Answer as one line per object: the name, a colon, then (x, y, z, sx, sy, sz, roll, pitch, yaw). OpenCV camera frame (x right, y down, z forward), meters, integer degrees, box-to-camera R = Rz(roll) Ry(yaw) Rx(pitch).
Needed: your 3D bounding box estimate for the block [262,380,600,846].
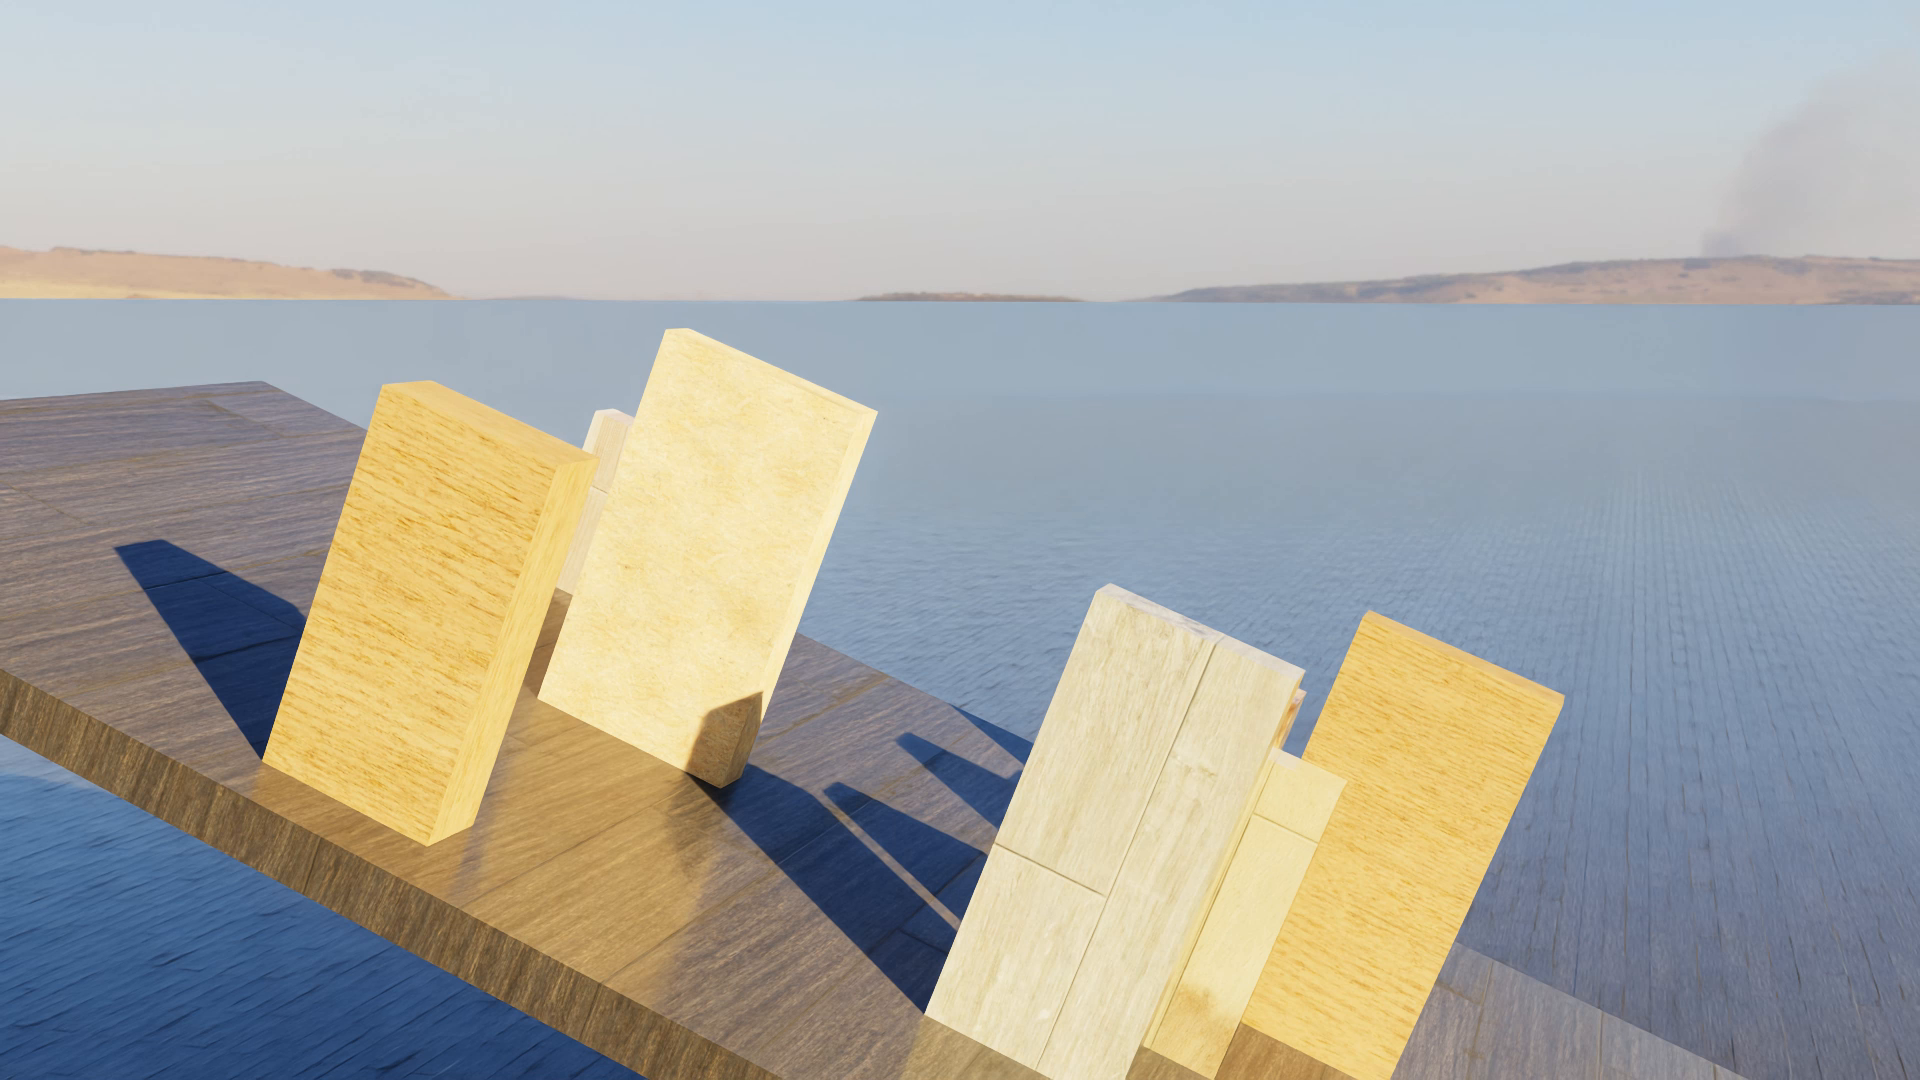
block: (-0.837, 0.112, 3.467, 0.316, 0.649, 0.142, 24, 13, 13)

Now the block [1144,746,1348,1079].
block: (0.390, 0.588, 3.709, 0.327, 0.546, 0.091, 24, 13, 13)

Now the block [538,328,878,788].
block: (-0.480, 0.034, 4.124, 0.406, 0.758, 0.098, 24, 13, 13)

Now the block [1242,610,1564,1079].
block: (0.741, 0.553, 3.914, 0.367, 0.770, 0.096, 24, 13, 13)

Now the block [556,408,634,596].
block: (-0.674, -0.022, 4.850, 0.409, 0.404, 0.089, 24, 13, 13)

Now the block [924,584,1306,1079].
block: (0.236, 0.480, 3.446, 0.332, 0.750, 0.093, 24, 13, 13)

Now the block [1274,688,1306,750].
block: (0.492, 0.448, 4.778, 0.373, 0.406, 0.144, 24, 13, 13)

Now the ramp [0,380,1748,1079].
ramp: (-0.311, 0.554, 4.197, 4.000, 0.100, 2.000, 24, 13, 13)
